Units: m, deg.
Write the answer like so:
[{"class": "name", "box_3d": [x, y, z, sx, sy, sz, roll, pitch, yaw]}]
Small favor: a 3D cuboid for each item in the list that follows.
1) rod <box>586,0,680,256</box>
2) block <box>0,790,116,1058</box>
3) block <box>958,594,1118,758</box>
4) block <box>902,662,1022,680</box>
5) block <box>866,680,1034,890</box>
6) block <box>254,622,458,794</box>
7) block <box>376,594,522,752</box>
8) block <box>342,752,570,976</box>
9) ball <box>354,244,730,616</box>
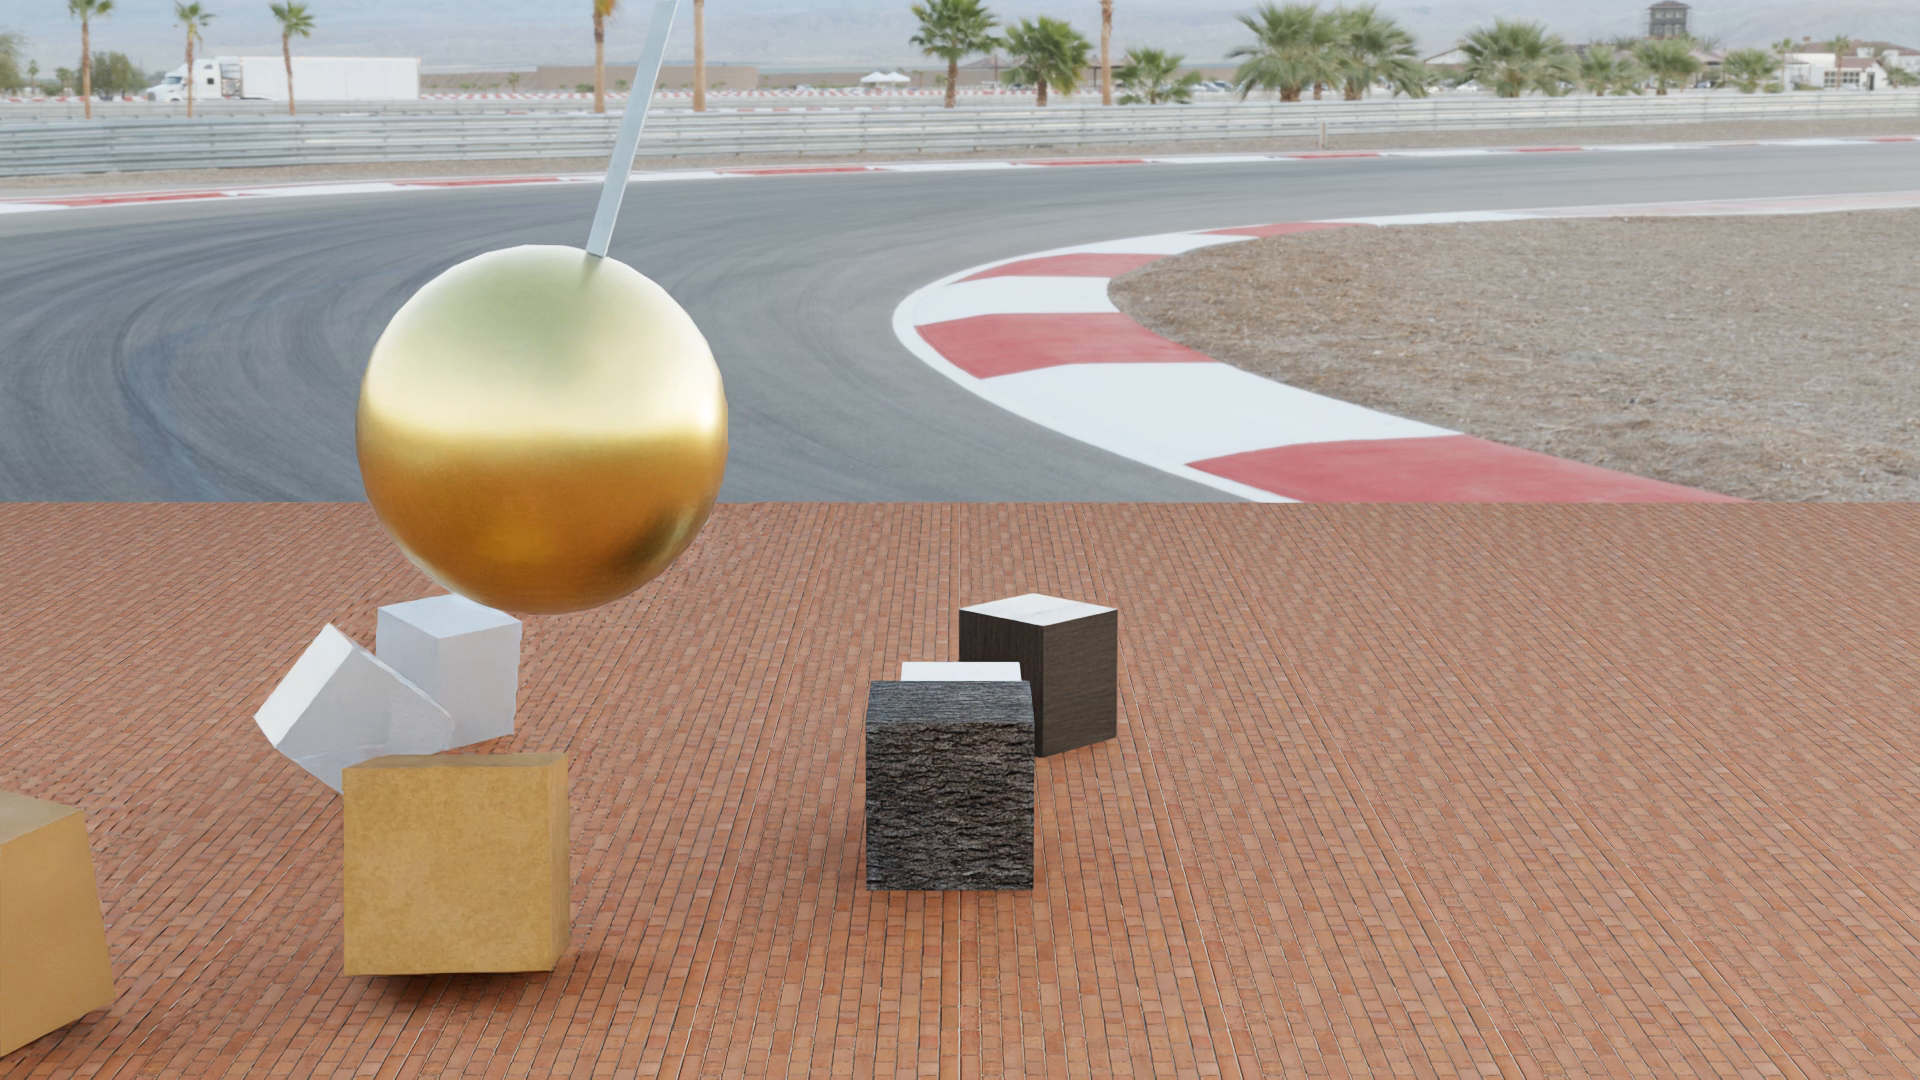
[{"class": "rod", "box_3d": [-0.778, -3.664, 10.514, 0.080, 5.200, 0.080, 17, 10, -3]}, {"class": "block", "box_3d": [-3.708, 1.419, 9.369, 0.746, 0.762, 0.795, 7, 20, 33]}, {"class": "block", "box_3d": [0.415, 0.712, 13.691, 0.613, 0.701, 0.585, 10, 14, 44]}, {"class": "block", "box_3d": [0.005, 0.989, 12.159, 0.563, 0.705, 0.585, 0, 10, 0]}, {"class": "block", "box_3d": [-0.044, 1.087, 11.485, 0.729, 0.752, 0.776, 0, 10, 0]}, {"class": "block", "box_3d": [-2.918, 0.869, 12.360, 0.625, 0.584, 0.706, 40, -8, -23]}, {"class": "block", "box_3d": [-2.737, 0.700, 13.673, 0.523, 0.646, 0.546, 22, 22, 38]}, {"class": "block", "box_3d": [-1.961, 1.254, 10.084, 0.768, 0.774, 0.823, -1, -1, -3]}, {"class": "ball", "box_3d": [-1.796, -0.473, 11.094, 1.600, 1.600, 1.600, 0, 10, 0]}]
